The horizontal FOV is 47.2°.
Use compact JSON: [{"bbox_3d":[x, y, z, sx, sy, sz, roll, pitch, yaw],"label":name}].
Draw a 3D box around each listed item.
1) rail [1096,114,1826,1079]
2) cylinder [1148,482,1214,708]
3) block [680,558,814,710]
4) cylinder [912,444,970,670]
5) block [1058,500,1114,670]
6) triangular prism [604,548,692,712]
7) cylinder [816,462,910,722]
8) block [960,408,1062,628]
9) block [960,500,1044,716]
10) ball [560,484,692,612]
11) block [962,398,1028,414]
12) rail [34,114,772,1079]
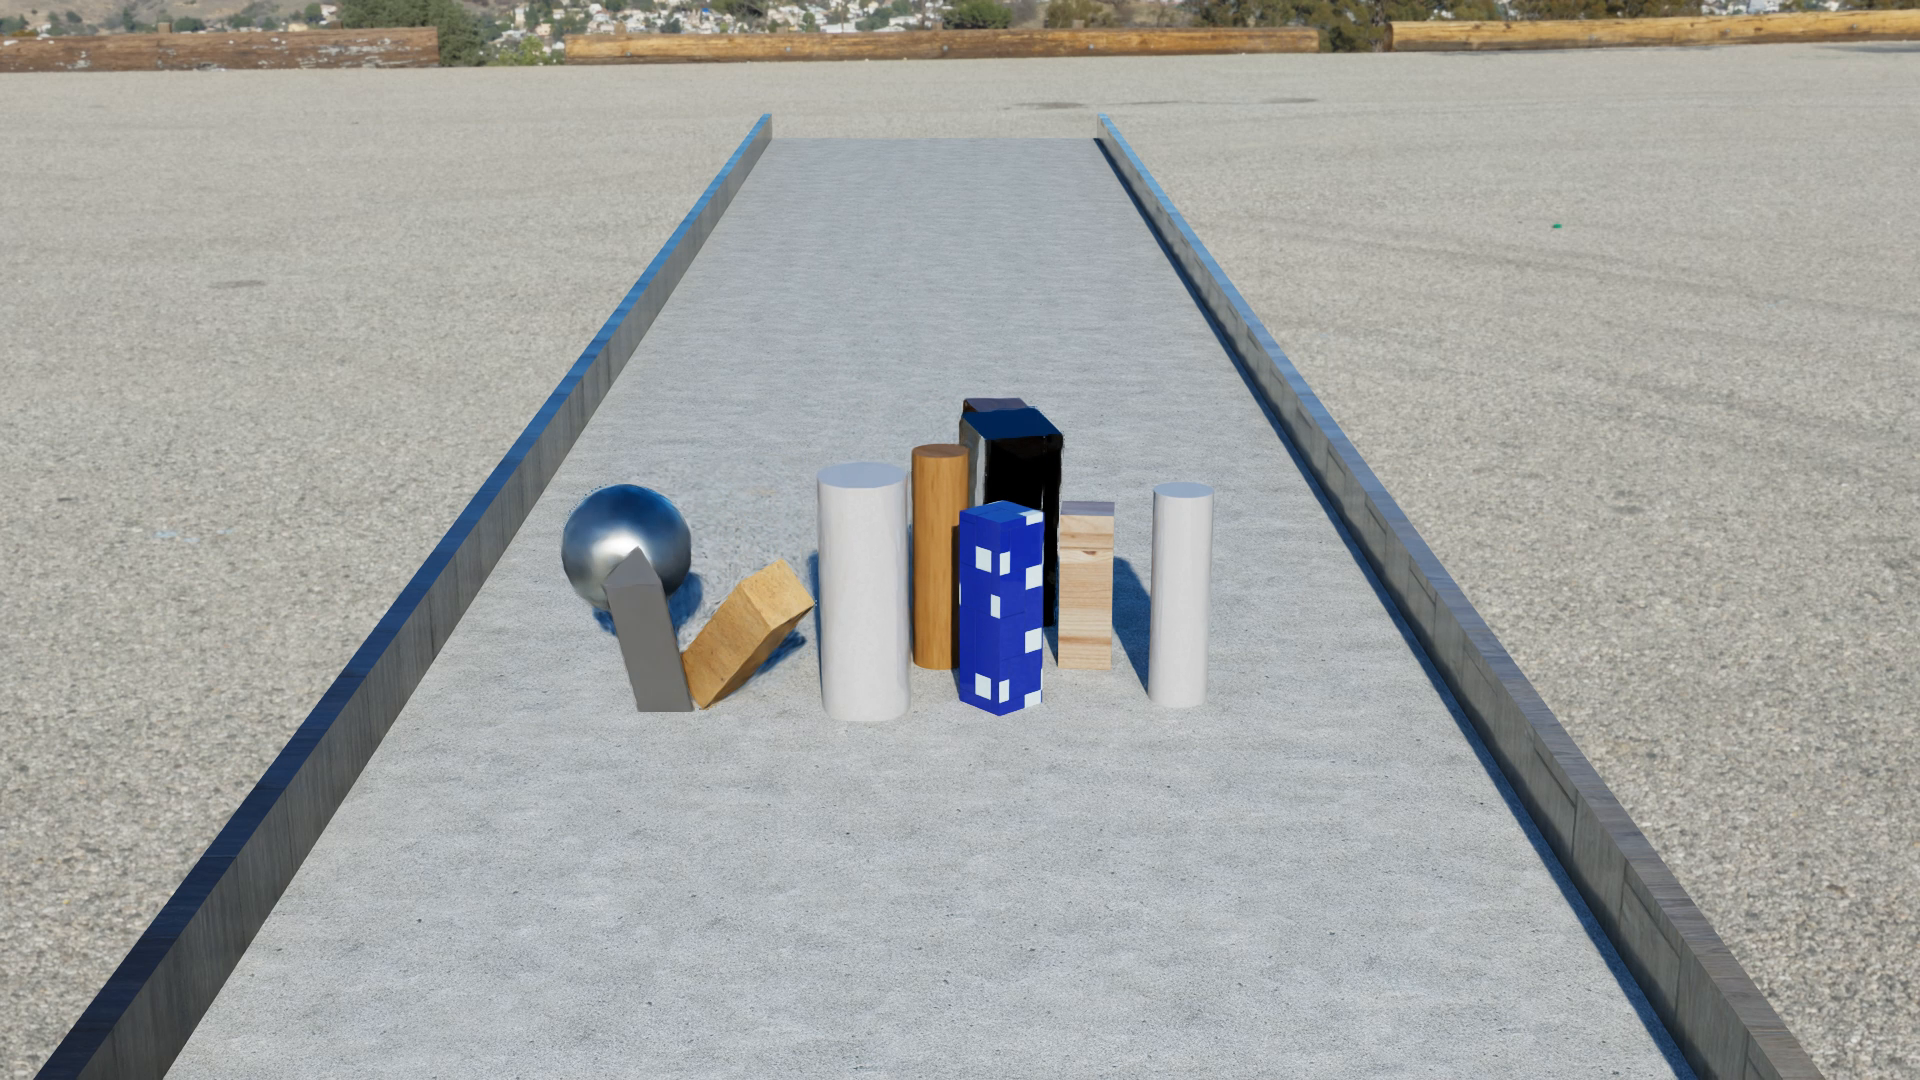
[{"bbox_3d":[0.932,-0.844,7.801,0.050,0.150,12.000,0,17,-1],"label":"rail"},{"bbox_3d":[0.417,0.104,4.157,0.113,0.411,0.113,0,17,0],"label":"cylinder"},{"bbox_3d":[-0.399,0.176,4.010,0.100,0.100,0.408,-32,-8,-33],"label":"block"},{"bbox_3d":[-0.038,0.034,4.350,0.112,0.434,0.112,0,17,0],"label":"cylinder"},{"bbox_3d":[0.251,0.090,4.368,0.104,0.317,0.104,1,17,5],"label":"block"},{"bbox_3d":[-0.563,0.167,4.026,0.103,0.366,0.089,-2,48,3],"label":"triangular prism"},{"bbox_3d":[-0.178,0.097,4.092,0.166,0.455,0.166,0,19,0],"label":"cylinder"},{"bbox_3d":[0.098,-0.040,4.586,0.165,0.428,0.165,-5,23,-17],"label":"block"},{"bbox_3d":[0.078,0.127,4.138,0.111,0.377,0.111,-14,22,-40],"label":"block"},{"bbox_3d":[-0.623,0.017,4.111,0.244,0.244,0.244,0,17,0],"label":"ball"},{"bbox_3d":[0.068,-0.082,4.728,0.125,0.426,0.125,-1,22,-17],"label":"block"},{"bbox_3d":[-1.118,-0.838,7.780,0.050,0.150,12.000,0,17,-1],"label":"rail"}]
